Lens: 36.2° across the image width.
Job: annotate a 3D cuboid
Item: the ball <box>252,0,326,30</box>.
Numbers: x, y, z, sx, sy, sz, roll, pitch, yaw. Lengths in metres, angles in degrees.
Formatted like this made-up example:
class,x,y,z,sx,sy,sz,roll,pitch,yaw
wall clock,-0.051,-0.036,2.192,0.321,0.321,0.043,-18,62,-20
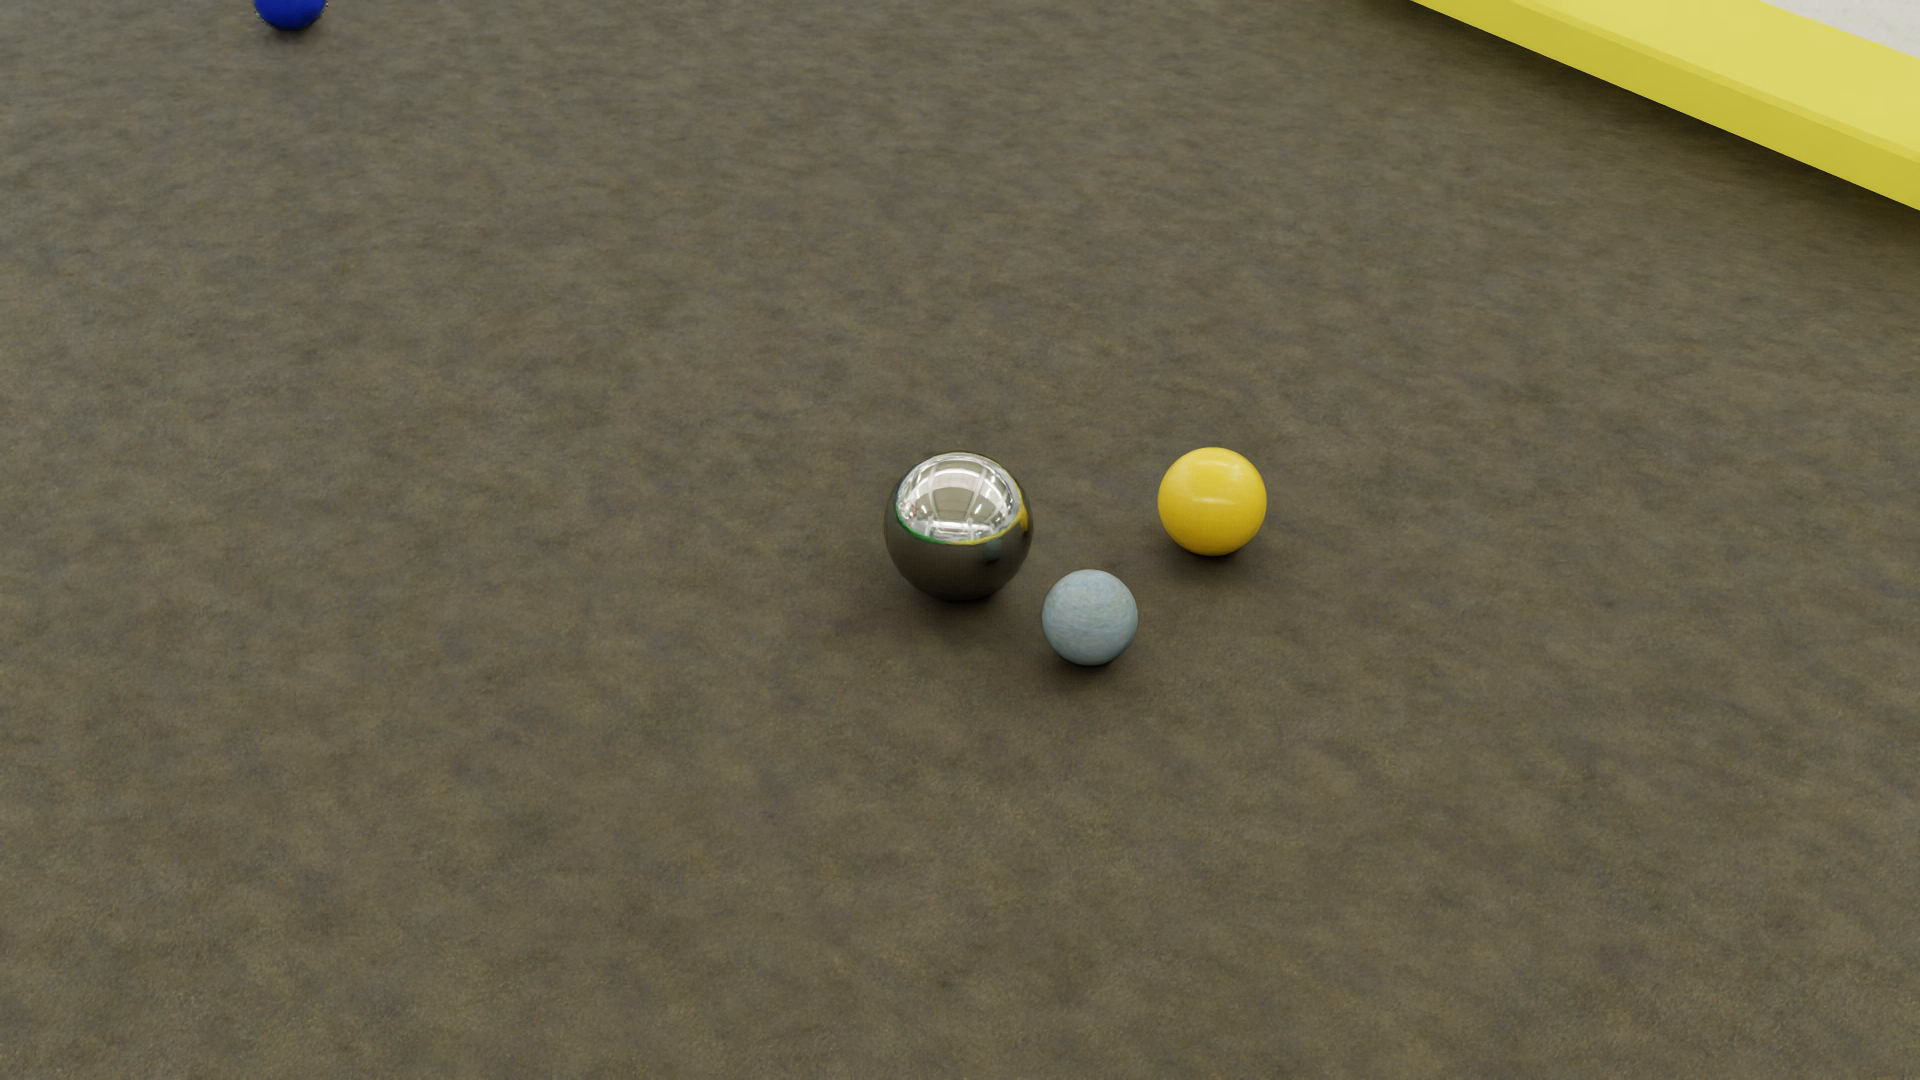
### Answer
class,x,y,z,sx,sy,sz,roll,pitch,yaw
ball,-0.683,-0.557,2.997,0.075,0.075,0.075,0,27,0

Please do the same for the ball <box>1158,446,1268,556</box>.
class,x,y,z,sx,sy,sz,roll,pitch,yaw
ball,0.169,-0.026,1.976,0.074,0.074,0.074,0,27,0

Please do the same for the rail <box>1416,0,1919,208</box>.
class,x,y,z,sx,sy,sz,roll,pitch,yaw
rail,0.385,-0.678,3.170,0.045,0.128,4.128,-15,31,-27

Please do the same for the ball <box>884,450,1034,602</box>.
class,x,y,z,sx,sy,sz,roll,pitch,yaw
ball,-0.001,-0.009,1.916,0.098,0.098,0.098,0,27,0

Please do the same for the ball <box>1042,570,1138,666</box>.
class,x,y,z,sx,sy,sz,roll,pitch,yaw
ball,0.081,0.049,1.846,0.061,0.061,0.061,0,27,0
